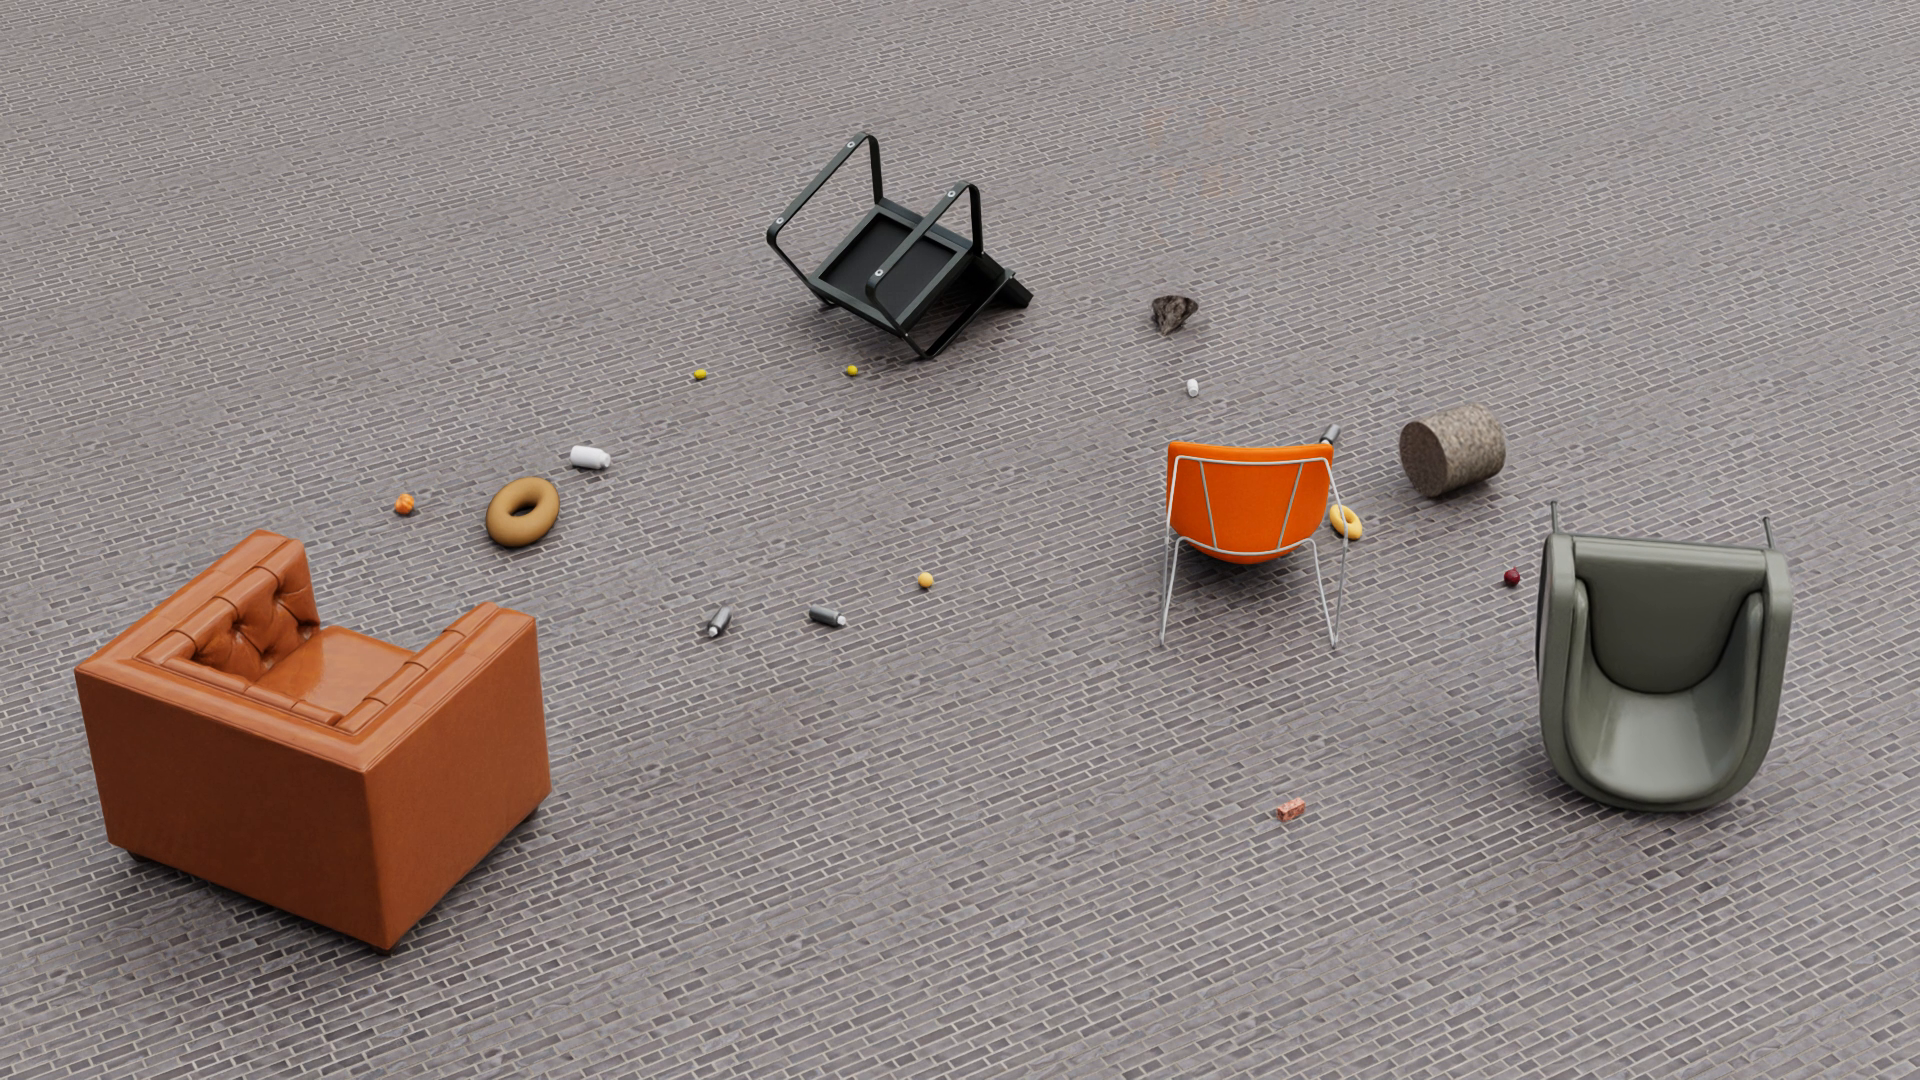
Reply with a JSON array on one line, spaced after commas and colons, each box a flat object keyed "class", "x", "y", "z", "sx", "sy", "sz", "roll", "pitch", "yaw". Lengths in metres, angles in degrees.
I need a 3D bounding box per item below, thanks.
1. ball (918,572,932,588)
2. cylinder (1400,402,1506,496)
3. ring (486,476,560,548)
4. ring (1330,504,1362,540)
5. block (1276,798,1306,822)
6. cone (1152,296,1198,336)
[{"class": "ball", "x": -0.125, "y": 0.146, "z": 10.674, "sx": 0.055, "sy": 0.055, "sz": 0.055, "roll": 0, "pitch": 33, "yaw": 0}, {"class": "cylinder", "x": 1.880, "y": -0.345, "z": 11.200, "sx": 0.278, "sy": 0.296, "sz": 0.297, "roll": -18, "pitch": 62, "yaw": -25}, {"class": "ring", "x": -1.642, "y": -0.107, "z": 11.014, "sx": 0.266, "sy": 0.104, "sz": 0.413, "roll": 4, "pitch": 34, "yaw": 7}, {"class": "ring", "x": 1.447, "y": -0.068, "z": 10.996, "sx": 0.095, "sy": 0.057, "sz": 0.213, "roll": -12, "pitch": 34, "yaw": -14}, {"class": "block", "x": 1.080, "y": 0.881, "z": 9.571, "sx": 0.091, "sy": 0.041, "sz": 0.034, "roll": -22, "pitch": 39, "yaw": -29}, {"class": "cone", "x": 0.875, "y": -0.915, "z": 12.273, "sx": 0.215, "sy": 0.133, "sz": 0.171, "roll": -1, "pitch": 53, "yaw": 32}]
